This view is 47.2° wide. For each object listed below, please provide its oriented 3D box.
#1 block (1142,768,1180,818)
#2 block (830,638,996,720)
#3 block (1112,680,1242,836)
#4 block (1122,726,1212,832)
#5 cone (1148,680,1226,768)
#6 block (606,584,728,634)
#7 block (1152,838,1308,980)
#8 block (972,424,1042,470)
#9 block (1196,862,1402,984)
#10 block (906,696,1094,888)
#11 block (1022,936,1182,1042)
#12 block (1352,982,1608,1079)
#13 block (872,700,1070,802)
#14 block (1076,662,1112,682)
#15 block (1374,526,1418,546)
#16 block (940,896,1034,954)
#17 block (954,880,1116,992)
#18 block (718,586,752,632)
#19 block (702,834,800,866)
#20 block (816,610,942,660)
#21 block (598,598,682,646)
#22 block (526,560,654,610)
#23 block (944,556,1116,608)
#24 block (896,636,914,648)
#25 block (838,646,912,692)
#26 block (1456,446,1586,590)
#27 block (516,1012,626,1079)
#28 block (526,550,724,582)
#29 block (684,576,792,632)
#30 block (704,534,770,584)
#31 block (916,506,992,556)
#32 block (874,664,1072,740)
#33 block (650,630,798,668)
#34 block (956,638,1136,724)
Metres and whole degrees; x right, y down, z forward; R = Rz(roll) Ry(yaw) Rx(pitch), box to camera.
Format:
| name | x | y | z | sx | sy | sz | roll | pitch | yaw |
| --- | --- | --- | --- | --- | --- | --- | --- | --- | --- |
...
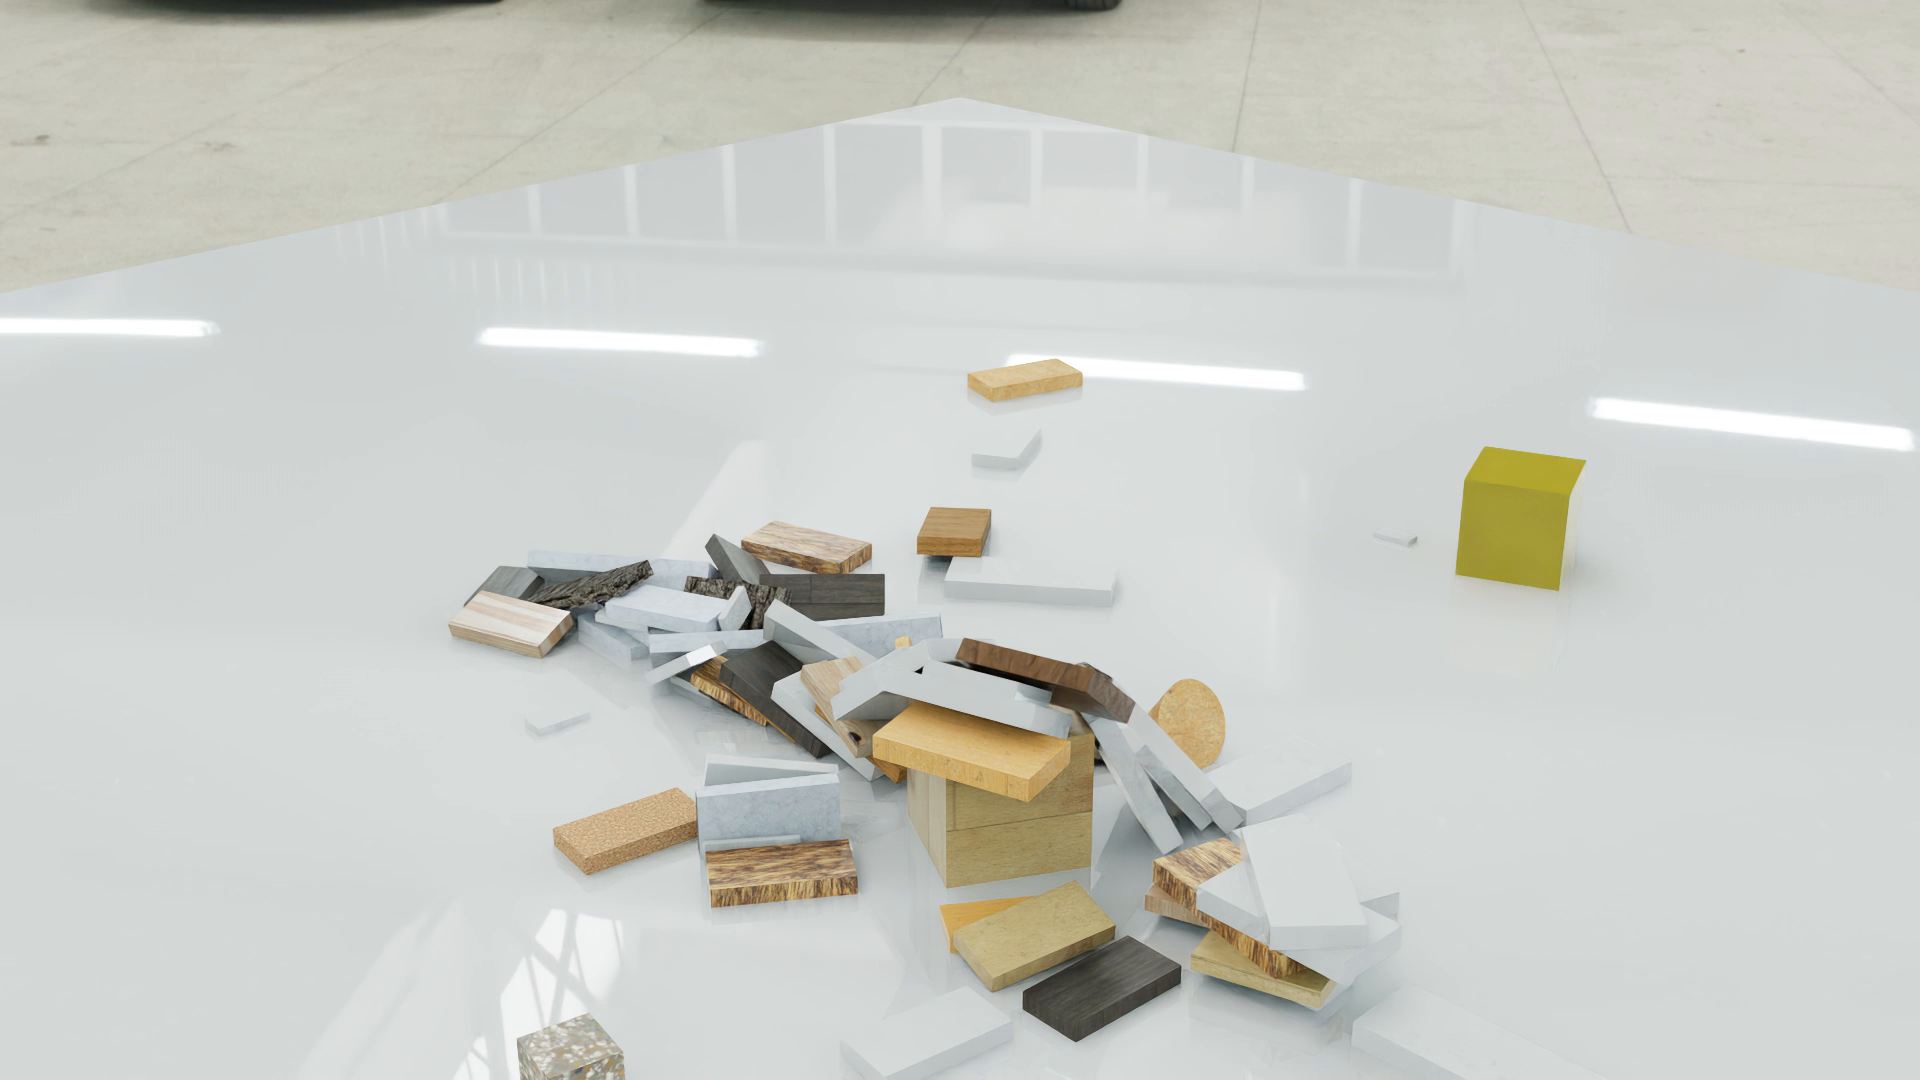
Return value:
| name | x | y | z | sx | sy | sz | roll | pitch | yaw |
| --- | --- | --- | --- | --- | --- | --- | --- | --- | --- |
| block | 0.388 | 0.499 | 4.488 | 0.022 | 0.078 | 0.156 | -41 | 30 | -1 |
| block | -0.093 | 0.281 | 4.404 | 0.167 | 0.047 | 0.355 | 2 | -24 | -37 |
| block | 0.424 | 0.436 | 4.432 | 0.045 | 0.159 | 0.352 | -42 | 49 | -1 |
| block | 0.407 | 0.474 | 4.374 | 0.032 | 0.224 | 0.112 | -42 | 20 | -1 |
| cone | 0.432 | 0.402 | 4.703 | 0.191 | 0.191 | 0.191 | -19 | 3 | -38 |
| block | -0.672 | 0.162 | 5.108 | 0.268 | 0.038 | 0.134 | 10 | 23 | 21 |
| block | 0.522 | 0.660 | 3.971 | 0.163 | 0.046 | 0.368 | -13 | 26 | -28 |
| block | 0.136 | -0.270 | 6.350 | 0.132 | 0.037 | 0.265 | 7 | 24 | 16 |
| block | 0.592 | 0.660 | 3.853 | 0.163 | 0.046 | 0.326 | -20 | 30 | -39 |
| block | 0.074 | 0.460 | 4.303 | 0.292 | 0.292 | 0.292 | -6 | 24 | -15 |
| block | 0.250 | 0.785 | 3.862 | 0.263 | 0.037 | 0.131 | -19 | 30 | -38 |
| block | 0.935 | 0.897 | 3.588 | 0.163 | 0.046 | 0.601 | -21 | 31 | -41 |
| block | 0.021 | 0.385 | 4.048 | 0.326 | 0.046 | 0.163 | 13 | 27 | 27 |
| block | 0.199 | 0.334 | 4.862 | 0.273 | 0.029 | 0.102 | -15 | 27 | -32 |
| block | 1.142 | -0.009 | 5.764 | 0.101 | 0.014 | 0.050 | 17 | 29 | 35 |
| block | 0.087 | 0.706 | 4.057 | 0.234 | 0.032 | 0.112 | -4 | 23 | -10 |
| block | 0.135 | 0.713 | 3.970 | 0.263 | 0.037 | 0.131 | -18 | 41 | -26 |
| block | -0.520 | 0.169 | 5.086 | 0.018 | 0.063 | 0.127 | -2 | 34 | 21 |
| block | -0.405 | 0.603 | 4.278 | 0.189 | 0.048 | 0.014 | -3 | 23 | -7 |
| block | -0.185 | 0.249 | 4.942 | 0.297 | 0.148 | 0.042 | -5 | 16 | 3 |
| block | -0.744 | 0.185 | 5.198 | 0.117 | 0.033 | 0.235 | -18 | 29 | -36 |
| block | -0.901 | 0.123 | 5.253 | 0.337 | 0.038 | 0.134 | -14 | 13 | 32 |
| block | 0.176 | 0.101 | 5.465 | 0.410 | 0.046 | 0.162 | 3 | 23 | 8 |
| block | -0.104 | 0.323 | 4.781 | 0.031 | 0.111 | 0.221 | -17 | 38 | 9 |
| block | -0.134 | 0.268 | 4.496 | 0.111 | 0.031 | 0.278 | -1 | -18 | -31 |
| block | 1.420 | -0.058 | 5.567 | 0.258 | 0.258 | 0.258 | 10 | 25 | 22 |
| block | -0.626 | 0.868 | 3.551 | 0.128 | 0.128 | 0.128 | -15 | 27 | -31 |
| block | -0.823 | 0.077 | 5.420 | 0.458 | 0.043 | 0.151 | 4 | -13 | 9 |
| block | -0.534 | 0.167 | 5.185 | 0.265 | 0.132 | 0.037 | 7 | -13 | 23 |
| block | -0.520 | 0.090 | 5.389 | 0.151 | 0.043 | 0.302 | 31 | 9 | -28 |
| block | -0.013 | -0.023 | 5.696 | 0.162 | 0.046 | 0.324 | 2 | 15 | 5 |
| block | 0.025 | 0.304 | 4.136 | 0.335 | 0.047 | 0.167 | 13 | -5 | 28 |
| block | -0.495 | 0.244 | 5.025 | 0.419 | 0.042 | 0.149 | -3 | -16 | -6 |
| block | 0.160 | 0.266 | 4.164 | 0.318 | 0.045 | 0.159 | 12 | -18 | 40 |
